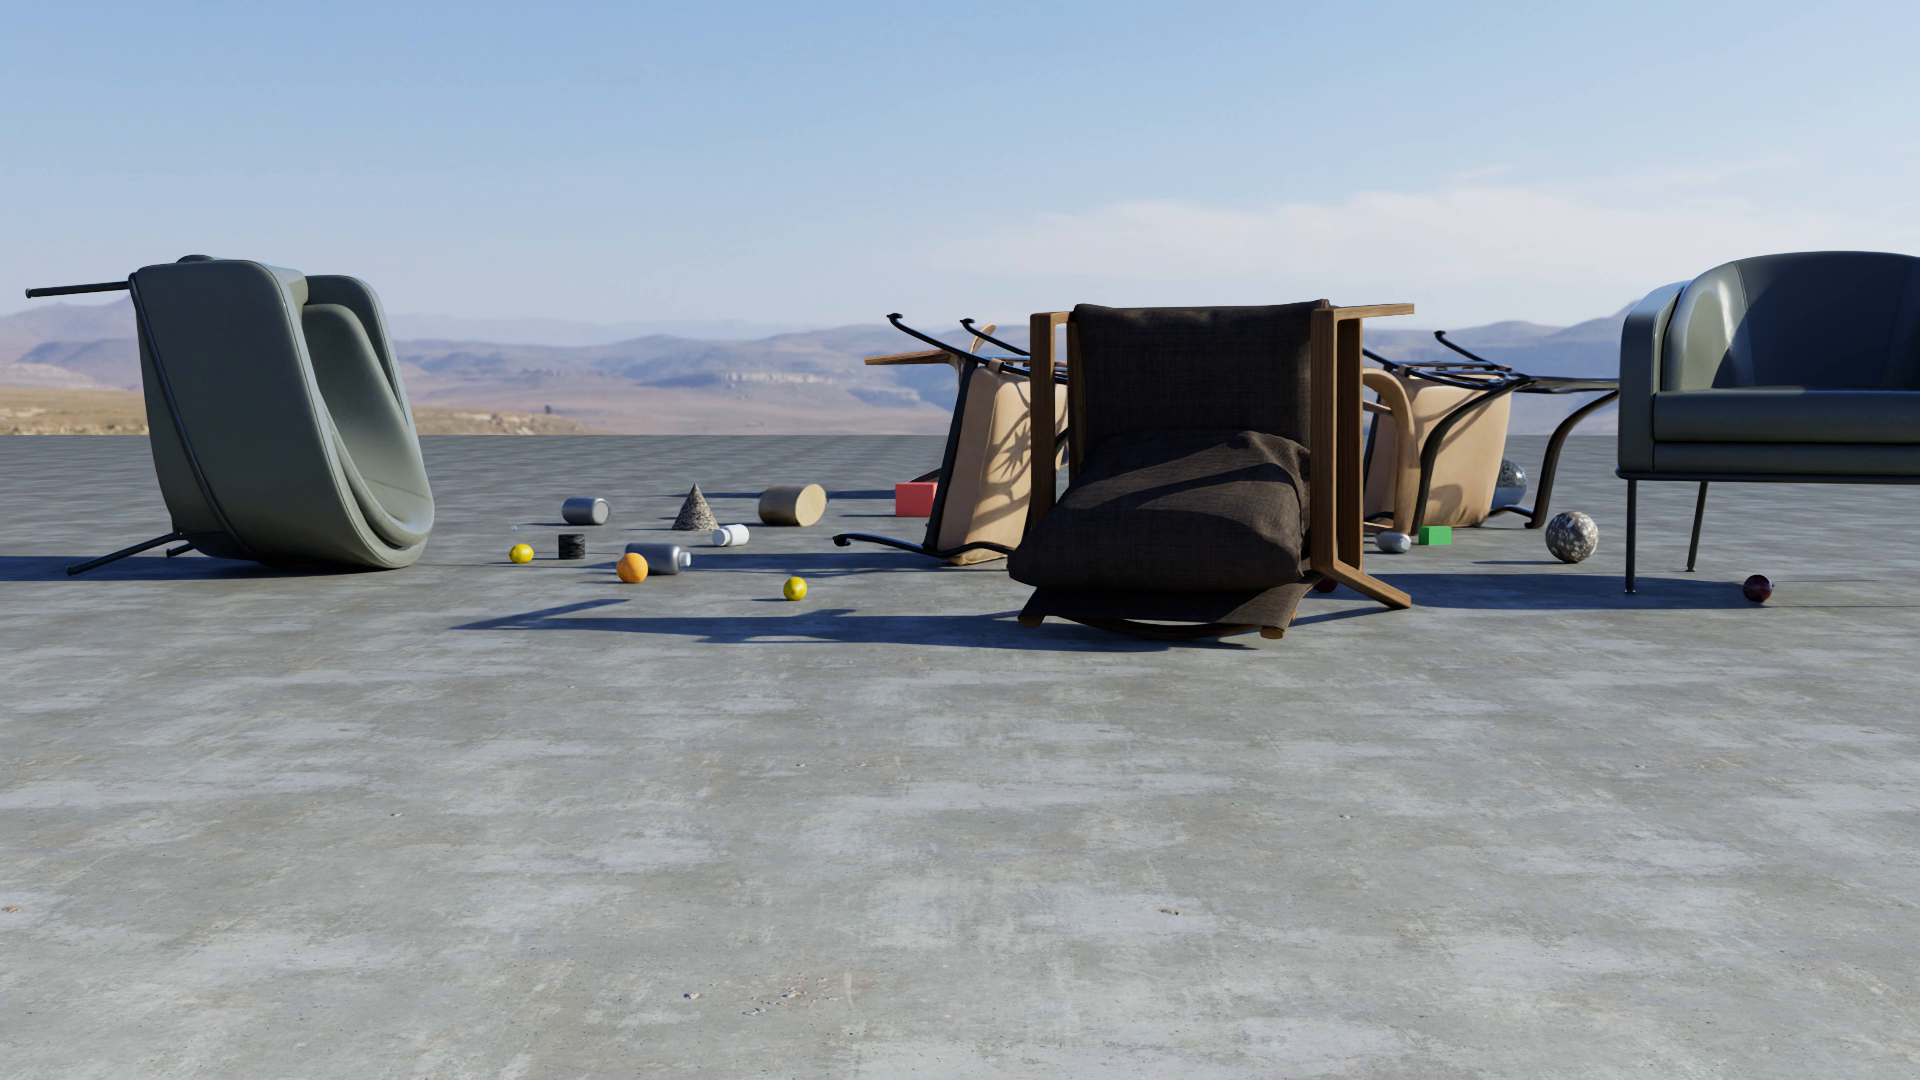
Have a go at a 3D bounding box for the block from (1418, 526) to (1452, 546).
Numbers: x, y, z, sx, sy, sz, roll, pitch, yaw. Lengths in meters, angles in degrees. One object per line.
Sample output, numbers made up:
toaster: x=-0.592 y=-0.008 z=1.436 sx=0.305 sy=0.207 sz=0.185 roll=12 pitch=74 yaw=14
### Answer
block: x=1.376 y=-0.013 z=6.369 sx=0.076 sy=0.050 sz=0.054 roll=-1 pitch=4 yaw=-21

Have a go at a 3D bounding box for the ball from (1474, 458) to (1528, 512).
ball: x=1.988 y=-0.203 z=8.095 sx=0.193 sy=0.193 sz=0.193 roll=0 pitch=4 yaw=0

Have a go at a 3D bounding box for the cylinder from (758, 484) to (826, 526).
cylinder: x=-0.554 y=-0.116 z=7.261 sx=0.148 sy=0.128 sz=0.180 roll=2 pitch=23 yaw=31

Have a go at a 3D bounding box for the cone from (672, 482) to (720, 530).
cone: x=-0.846 y=-0.109 z=7.033 sx=0.159 sy=0.151 sz=0.147 roll=1 pitch=4 yaw=14

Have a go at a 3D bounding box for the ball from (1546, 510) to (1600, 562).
ball: x=1.583 y=-0.008 z=5.688 sx=0.134 sy=0.134 sz=0.134 roll=0 pitch=4 yaw=0

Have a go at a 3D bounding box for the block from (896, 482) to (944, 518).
block: x=-0.143 y=-0.143 z=7.792 sx=0.137 sy=0.115 sz=0.148 roll=1 pitch=4 yaw=12

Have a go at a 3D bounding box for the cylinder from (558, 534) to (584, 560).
cylinder: x=-1.027 y=0.018 z=5.817 sx=0.069 sy=0.064 sz=0.064 roll=1 pitch=4 yaw=11

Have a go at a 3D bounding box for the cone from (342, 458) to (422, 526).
cone: x=-1.978 y=-0.107 z=7.295 sx=0.283 sy=0.242 sz=0.273 roll=-27 pitch=-22 yaw=39
